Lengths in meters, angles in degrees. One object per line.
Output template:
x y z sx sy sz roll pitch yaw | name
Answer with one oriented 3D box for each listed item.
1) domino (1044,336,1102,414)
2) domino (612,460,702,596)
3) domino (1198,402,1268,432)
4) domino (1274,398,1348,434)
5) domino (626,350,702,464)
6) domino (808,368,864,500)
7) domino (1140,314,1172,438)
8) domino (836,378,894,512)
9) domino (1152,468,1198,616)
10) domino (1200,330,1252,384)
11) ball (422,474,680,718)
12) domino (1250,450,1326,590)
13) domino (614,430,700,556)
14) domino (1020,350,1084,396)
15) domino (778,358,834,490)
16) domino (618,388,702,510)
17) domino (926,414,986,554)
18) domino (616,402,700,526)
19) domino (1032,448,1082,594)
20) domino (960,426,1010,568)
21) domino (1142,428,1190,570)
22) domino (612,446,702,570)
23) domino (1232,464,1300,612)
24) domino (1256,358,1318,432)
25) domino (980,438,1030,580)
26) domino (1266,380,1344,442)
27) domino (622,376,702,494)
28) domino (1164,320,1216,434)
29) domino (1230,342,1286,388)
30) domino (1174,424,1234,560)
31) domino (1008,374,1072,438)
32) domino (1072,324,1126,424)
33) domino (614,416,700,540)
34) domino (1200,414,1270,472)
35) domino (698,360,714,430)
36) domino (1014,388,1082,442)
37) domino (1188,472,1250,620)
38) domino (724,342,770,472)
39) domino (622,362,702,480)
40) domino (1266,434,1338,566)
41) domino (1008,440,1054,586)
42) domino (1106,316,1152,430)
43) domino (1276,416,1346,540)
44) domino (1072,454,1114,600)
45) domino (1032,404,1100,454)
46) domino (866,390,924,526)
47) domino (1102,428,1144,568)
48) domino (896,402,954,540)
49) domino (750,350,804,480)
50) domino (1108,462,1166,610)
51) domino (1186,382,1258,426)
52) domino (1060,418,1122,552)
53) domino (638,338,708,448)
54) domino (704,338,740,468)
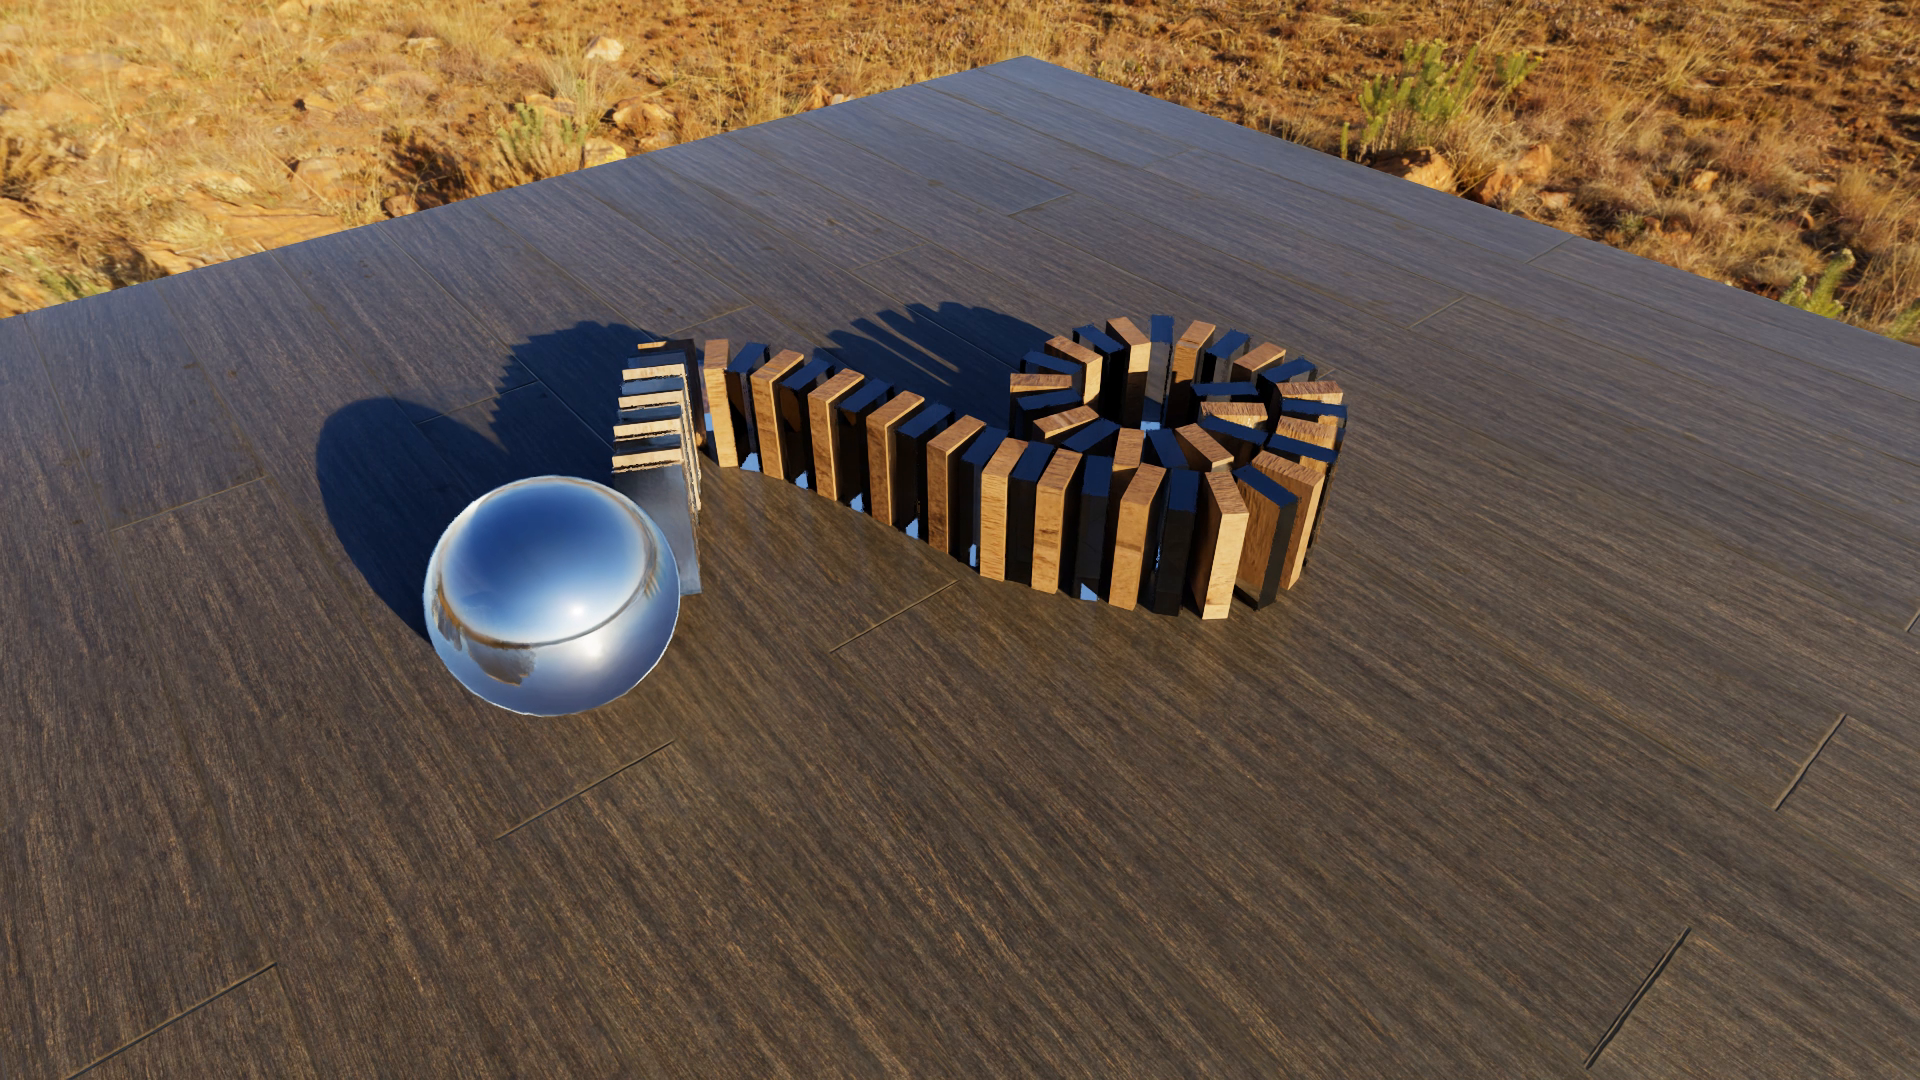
0.049 -0.063 0.488 0.009 0.050 0.025 -30 48 -31 | domino
-0.114 -0.003 0.416 0.025 0.050 0.009 -8 15 -10 | domino
0.108 -0.033 0.451 0.025 0.050 0.010 2 39 2 | domino
0.140 -0.033 0.452 0.025 0.050 0.009 9 40 10 | domino
-0.131 -0.058 0.487 0.025 0.050 0.009 -8 -3 -9 | domino
-0.051 -0.044 0.466 0.009 0.050 0.025 23 44 25 | domino
0.089 -0.074 0.502 0.009 0.050 0.025 6 40 7 | domino
-0.038 -0.039 0.459 0.009 0.050 0.025 23 45 26 | domino
0.080 0.001 0.410 0.009 0.050 0.025 8 40 9 | domino
0.116 -0.065 0.491 0.009 0.050 0.025 26 46 28 | domino
-0.134 0.018 0.365 0.080 0.080 0.080 0 39 0 | ball
0.121 -0.007 0.420 0.025 0.050 0.009 27 46 29 | domino
-0.119 -0.016 0.432 0.025 0.050 0.009 -8 15 -10 | domino
0.039 -0.056 0.479 0.025 0.050 0.009 22 44 24 | domino
-0.064 -0.049 0.472 0.009 0.050 0.025 21 44 24 | domino
-0.124 -0.036 0.456 0.025 0.050 0.009 -8 15 -10 | domino
-0.001 -0.022 0.438 0.009 0.050 0.025 26 46 28 | domino
-0.122 -0.029 0.448 0.025 0.050 0.009 -8 15 -10 | domino
0.037 -0.007 0.420 0.009 0.050 0.025 14 41 17 | domino
0.010 -0.016 0.432 0.010 0.050 0.025 17 42 19 | domino
0.078 -0.016 0.430 0.009 0.050 0.025 -5 40 -6 | domino
-0.116 -0.010 0.424 0.025 0.050 0.009 -8 15 -10 | domino
0.110 -0.001 0.412 0.009 0.050 0.025 -22 44 -25 | domino
0.137 -0.051 0.474 0.025 0.050 0.009 -21 44 -24 | domino
0.017 -0.012 0.426 0.009 0.050 0.025 15 42 17 | domino
0.142 -0.043 0.463 0.025 0.050 0.009 -3 39 -3 | domino
-0.126 -0.043 0.465 0.025 0.050 0.010 -8 13 -10 | domino
0.103 -0.071 0.498 0.009 0.050 0.025 19 43 21 | domino
0.127 -0.059 0.484 0.025 0.050 0.009 -31 49 -33 | domino
0.093 -0.018 0.433 0.010 0.050 0.025 -16 42 -19 | domino
0.033 -0.046 0.468 0.025 0.050 0.009 2 39 2 | domino
0.061 -0.068 0.495 0.010 0.050 0.025 -22 44 -25 | domino
-0.121 -0.023 0.440 0.025 0.050 0.009 -8 15 -10 | domino
0.106 -0.023 0.440 0.025 0.050 0.010 21 44 24 | domino
-0.127 -0.070 0.528 0.025 0.009 0.050 -6 40 -7 | domino
0.036 -0.037 0.457 0.025 0.050 0.009 -11 41 -13 | domino
0.095 0.002 0.409 0.009 0.050 0.025 -3 39 -3 | domino
-0.090 -0.058 0.482 0.010 0.050 0.025 9 40 11 | domino
-0.128 -0.049 0.473 0.025 0.050 0.009 -8 13 -10 | domino
0.129 -0.015 0.430 0.025 0.050 0.010 20 43 23 | domino
0.027 -0.010 0.424 0.010 0.050 0.025 12 41 15 | domino
0.074 -0.073 0.500 0.009 0.050 0.025 -13 41 -15 | domino
0.136 -0.024 0.441 0.025 0.050 0.009 14 41 17 | domino
0.050 -0.004 0.417 0.009 0.050 0.025 7 40 8 | domino
0.042 -0.028 0.446 0.025 0.050 0.009 -18 43 -21 | domino
-0.026 -0.033 0.452 0.010 0.050 0.025 25 45 27 | domino
0.064 -0.016 0.431 0.009 0.050 0.025 8 40 10 | domino
-0.013 -0.028 0.445 0.010 0.050 0.025 25 46 28 | domino
-0.077 -0.054 0.478 0.009 0.050 0.025 18 43 21 | domino
0.066 -0.001 0.413 0.009 0.050 0.025 16 42 19 | domino
0.108 -0.042 0.463 0.025 0.050 0.009 -3 39 -3 | domino
0.050 -0.021 0.437 0.010 0.050 0.025 32 49 33 | domino
-0.131 -0.066 0.503 0.025 0.009 0.050 -8 75 -9 | domino
-0.104 -0.060 0.485 0.009 0.050 0.025 -5 40 -6 | domino
